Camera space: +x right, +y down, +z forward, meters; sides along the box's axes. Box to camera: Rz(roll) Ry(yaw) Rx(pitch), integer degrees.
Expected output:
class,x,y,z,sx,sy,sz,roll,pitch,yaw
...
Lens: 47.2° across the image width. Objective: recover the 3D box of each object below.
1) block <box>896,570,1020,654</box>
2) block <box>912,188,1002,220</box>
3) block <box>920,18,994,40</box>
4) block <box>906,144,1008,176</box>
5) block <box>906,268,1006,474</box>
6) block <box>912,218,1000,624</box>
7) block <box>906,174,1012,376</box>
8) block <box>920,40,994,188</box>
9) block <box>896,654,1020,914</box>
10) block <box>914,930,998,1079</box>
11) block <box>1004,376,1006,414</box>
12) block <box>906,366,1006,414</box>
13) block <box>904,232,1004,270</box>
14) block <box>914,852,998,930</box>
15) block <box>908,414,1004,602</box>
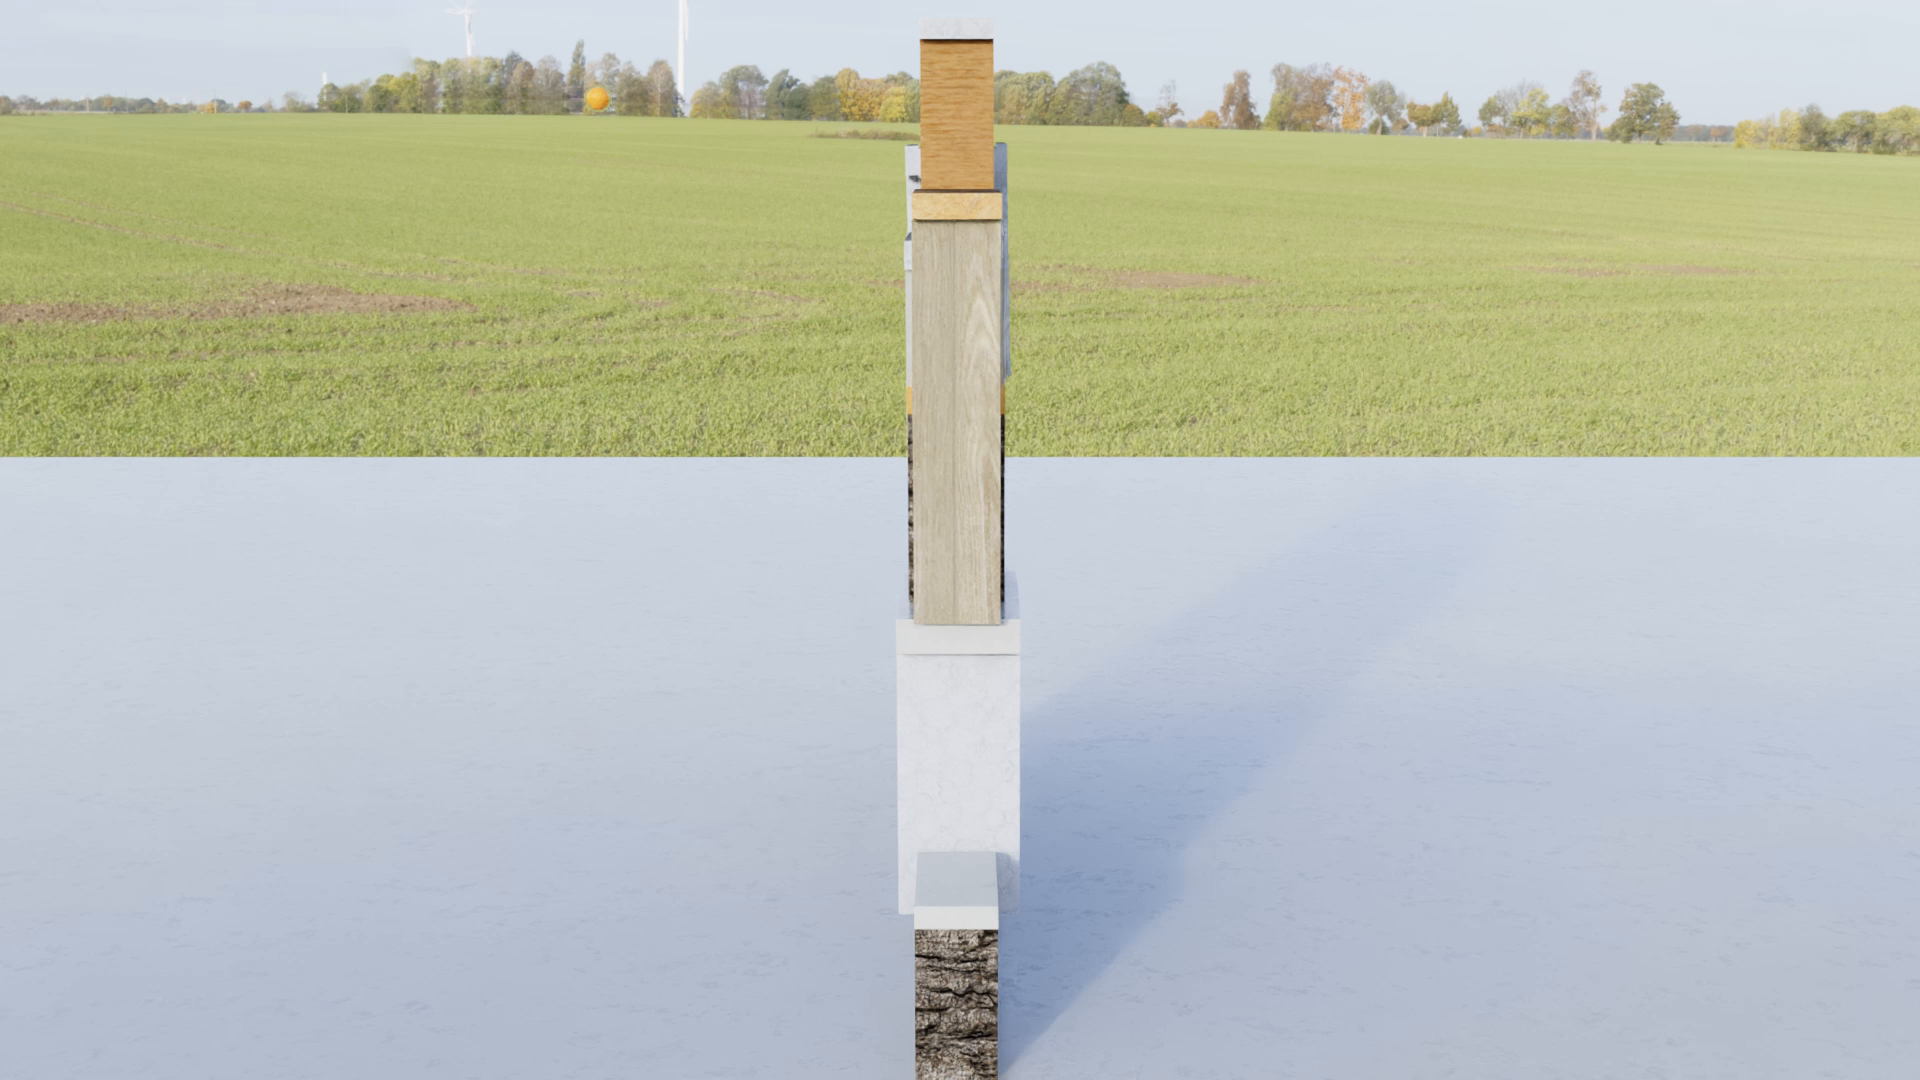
class,x,y,z,sx,sy,sz,roll,pitch,yaw
block,-0.001,0.102,3.216,0.173,0.049,0.346,0,10,0
block,-0.004,-0.460,3.004,0.118,0.034,0.237,0,10,0
block,-0.005,-0.729,3.152,0.103,0.029,0.206,0,10,0
block,-0.006,-0.666,3.849,0.171,0.048,0.342,-1,10,0
block,-0.007,-0.260,3.385,0.150,0.317,0.043,-1,11,0
block,-0.004,-0.158,2.978,0.118,0.550,0.034,0,11,0
block,-0.001,-0.454,3.775,0.171,0.342,0.048,-1,11,0
block,-0.004,-0.600,3.105,0.103,0.206,0.029,0,10,0
block,-0.002,0.340,3.143,0.173,0.392,0.049,0,11,0
block,-0.005,0.613,2.943,0.110,0.221,0.031,0,11,0
block,-0.003,-0.419,4.013,0.171,0.492,0.048,0,11,0
block,-0.004,-0.220,3.209,0.137,0.039,0.275,0,10,1
block,-0.008,-0.455,3.450,0.150,0.043,0.301,0,11,0
block,-0.005,0.475,2.992,0.110,0.031,0.220,0,11,0
block,-0.005,-0.049,3.147,0.137,0.274,0.039,0,10,0
